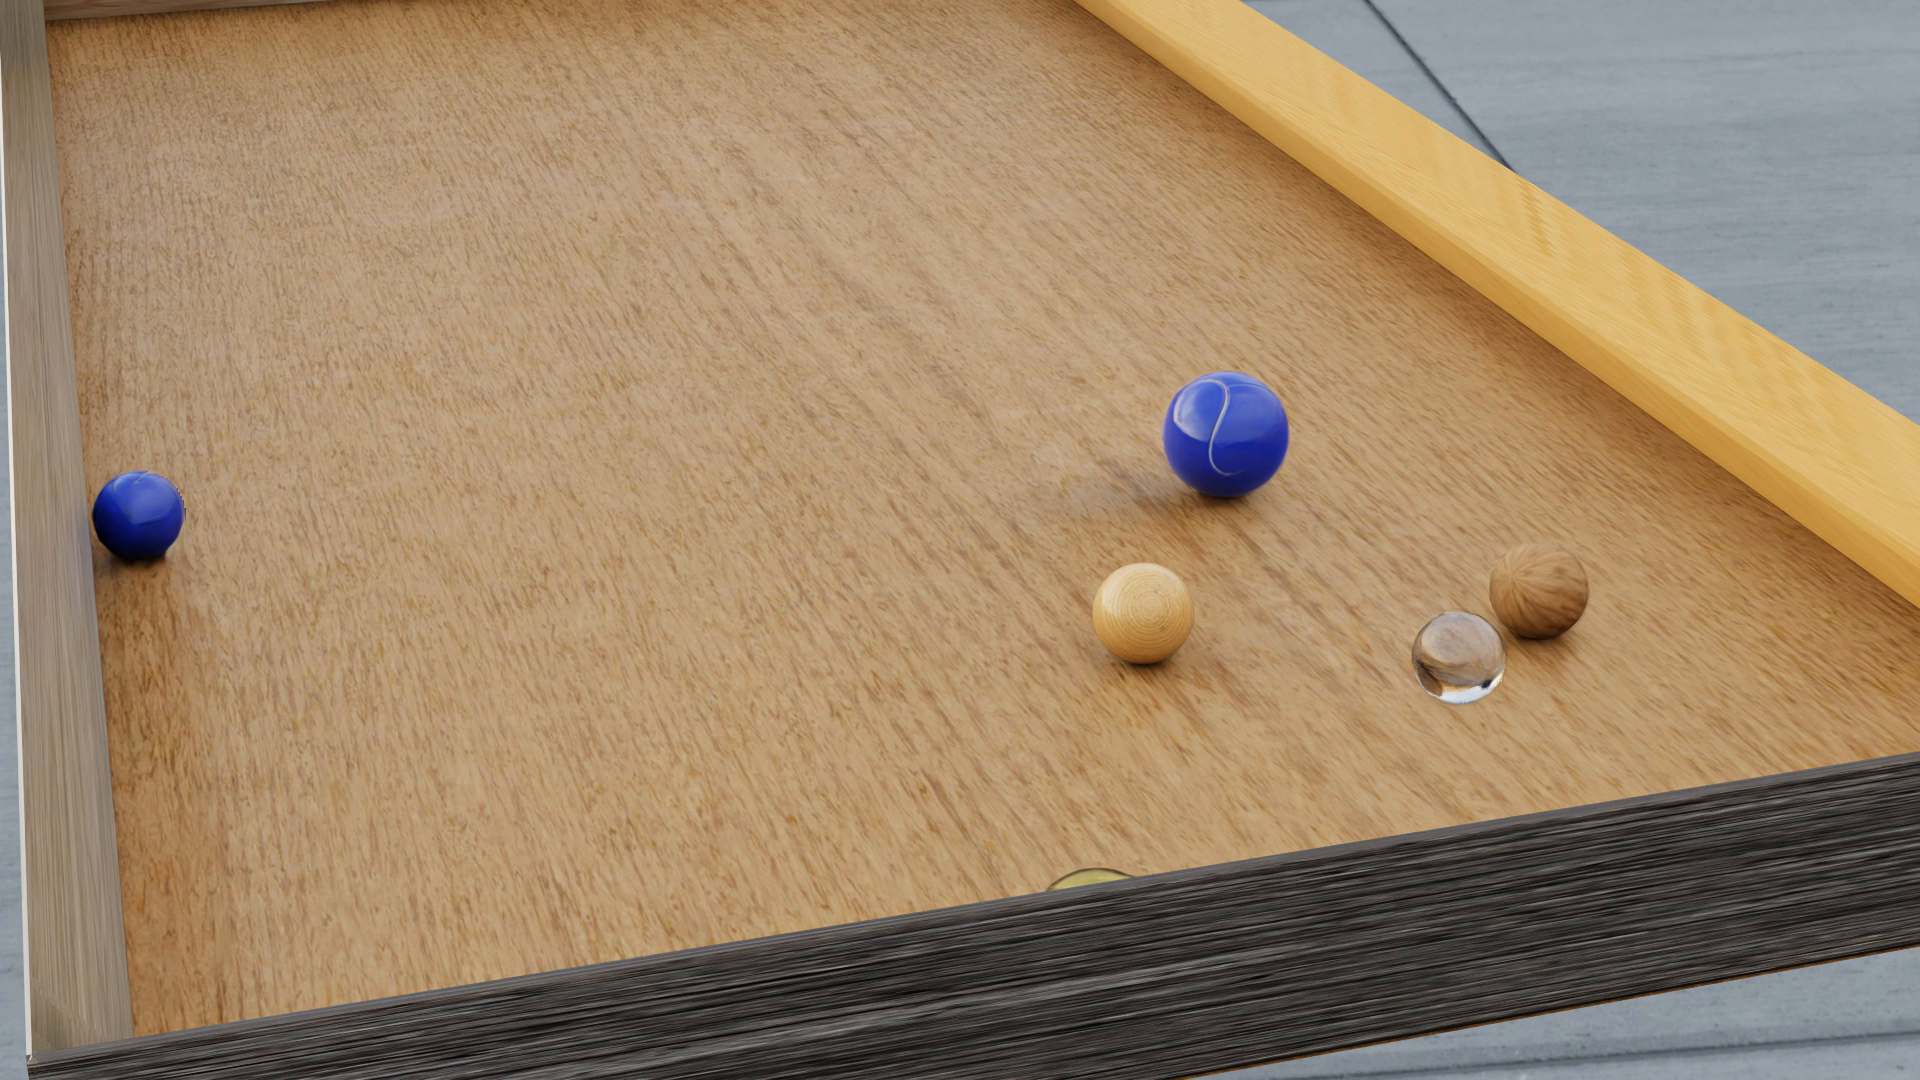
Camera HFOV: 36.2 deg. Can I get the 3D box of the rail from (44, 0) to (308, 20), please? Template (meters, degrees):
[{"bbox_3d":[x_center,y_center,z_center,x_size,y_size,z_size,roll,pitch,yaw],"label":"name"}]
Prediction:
[{"bbox_3d":[-0.542,-0.758,3.714,1.283,0.126,0.045,-7,25,-15],"label":"rail"}]

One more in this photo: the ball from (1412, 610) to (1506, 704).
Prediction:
[{"bbox_3d":[0.330,0.078,1.948,0.062,0.062,0.062,0,24,0],"label":"ball"}]

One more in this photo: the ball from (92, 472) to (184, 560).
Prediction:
[{"bbox_3d":[-0.602,-0.018,2.156,0.065,0.065,0.065,0,24,0],"label":"ball"}]

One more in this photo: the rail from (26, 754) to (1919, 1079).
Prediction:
[{"bbox_3d":[0.176,0.211,1.574,1.283,0.126,0.045,-7,25,-15],"label":"rail"}]

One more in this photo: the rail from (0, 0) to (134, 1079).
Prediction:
[{"bbox_3d":[-0.774,-0.199,2.479,0.045,0.126,2.504,-7,25,-15],"label":"rail"}]

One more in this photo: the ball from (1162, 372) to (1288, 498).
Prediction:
[{"bbox_3d":[0.203,-0.081,2.256,0.097,0.097,0.097,0,24,0],"label":"ball"}]

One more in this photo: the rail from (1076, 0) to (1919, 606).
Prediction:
[{"bbox_3d":[0.408,-0.348,2.808,0.045,0.126,2.504,-7,25,-15],"label":"rail"}]

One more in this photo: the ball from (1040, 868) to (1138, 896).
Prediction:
[{"bbox_3d":[0.076,0.220,1.611,0.081,0.081,0.081,0,24,0],"label":"ball"}]

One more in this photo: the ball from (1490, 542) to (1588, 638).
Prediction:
[{"bbox_3d":[0.401,0.035,2.037,0.068,0.068,0.068,0,24,0],"label":"ball"}]

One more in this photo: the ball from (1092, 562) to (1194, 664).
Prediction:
[{"bbox_3d":[0.125,0.050,2.001,0.070,0.070,0.070,0,24,0],"label":"ball"}]
